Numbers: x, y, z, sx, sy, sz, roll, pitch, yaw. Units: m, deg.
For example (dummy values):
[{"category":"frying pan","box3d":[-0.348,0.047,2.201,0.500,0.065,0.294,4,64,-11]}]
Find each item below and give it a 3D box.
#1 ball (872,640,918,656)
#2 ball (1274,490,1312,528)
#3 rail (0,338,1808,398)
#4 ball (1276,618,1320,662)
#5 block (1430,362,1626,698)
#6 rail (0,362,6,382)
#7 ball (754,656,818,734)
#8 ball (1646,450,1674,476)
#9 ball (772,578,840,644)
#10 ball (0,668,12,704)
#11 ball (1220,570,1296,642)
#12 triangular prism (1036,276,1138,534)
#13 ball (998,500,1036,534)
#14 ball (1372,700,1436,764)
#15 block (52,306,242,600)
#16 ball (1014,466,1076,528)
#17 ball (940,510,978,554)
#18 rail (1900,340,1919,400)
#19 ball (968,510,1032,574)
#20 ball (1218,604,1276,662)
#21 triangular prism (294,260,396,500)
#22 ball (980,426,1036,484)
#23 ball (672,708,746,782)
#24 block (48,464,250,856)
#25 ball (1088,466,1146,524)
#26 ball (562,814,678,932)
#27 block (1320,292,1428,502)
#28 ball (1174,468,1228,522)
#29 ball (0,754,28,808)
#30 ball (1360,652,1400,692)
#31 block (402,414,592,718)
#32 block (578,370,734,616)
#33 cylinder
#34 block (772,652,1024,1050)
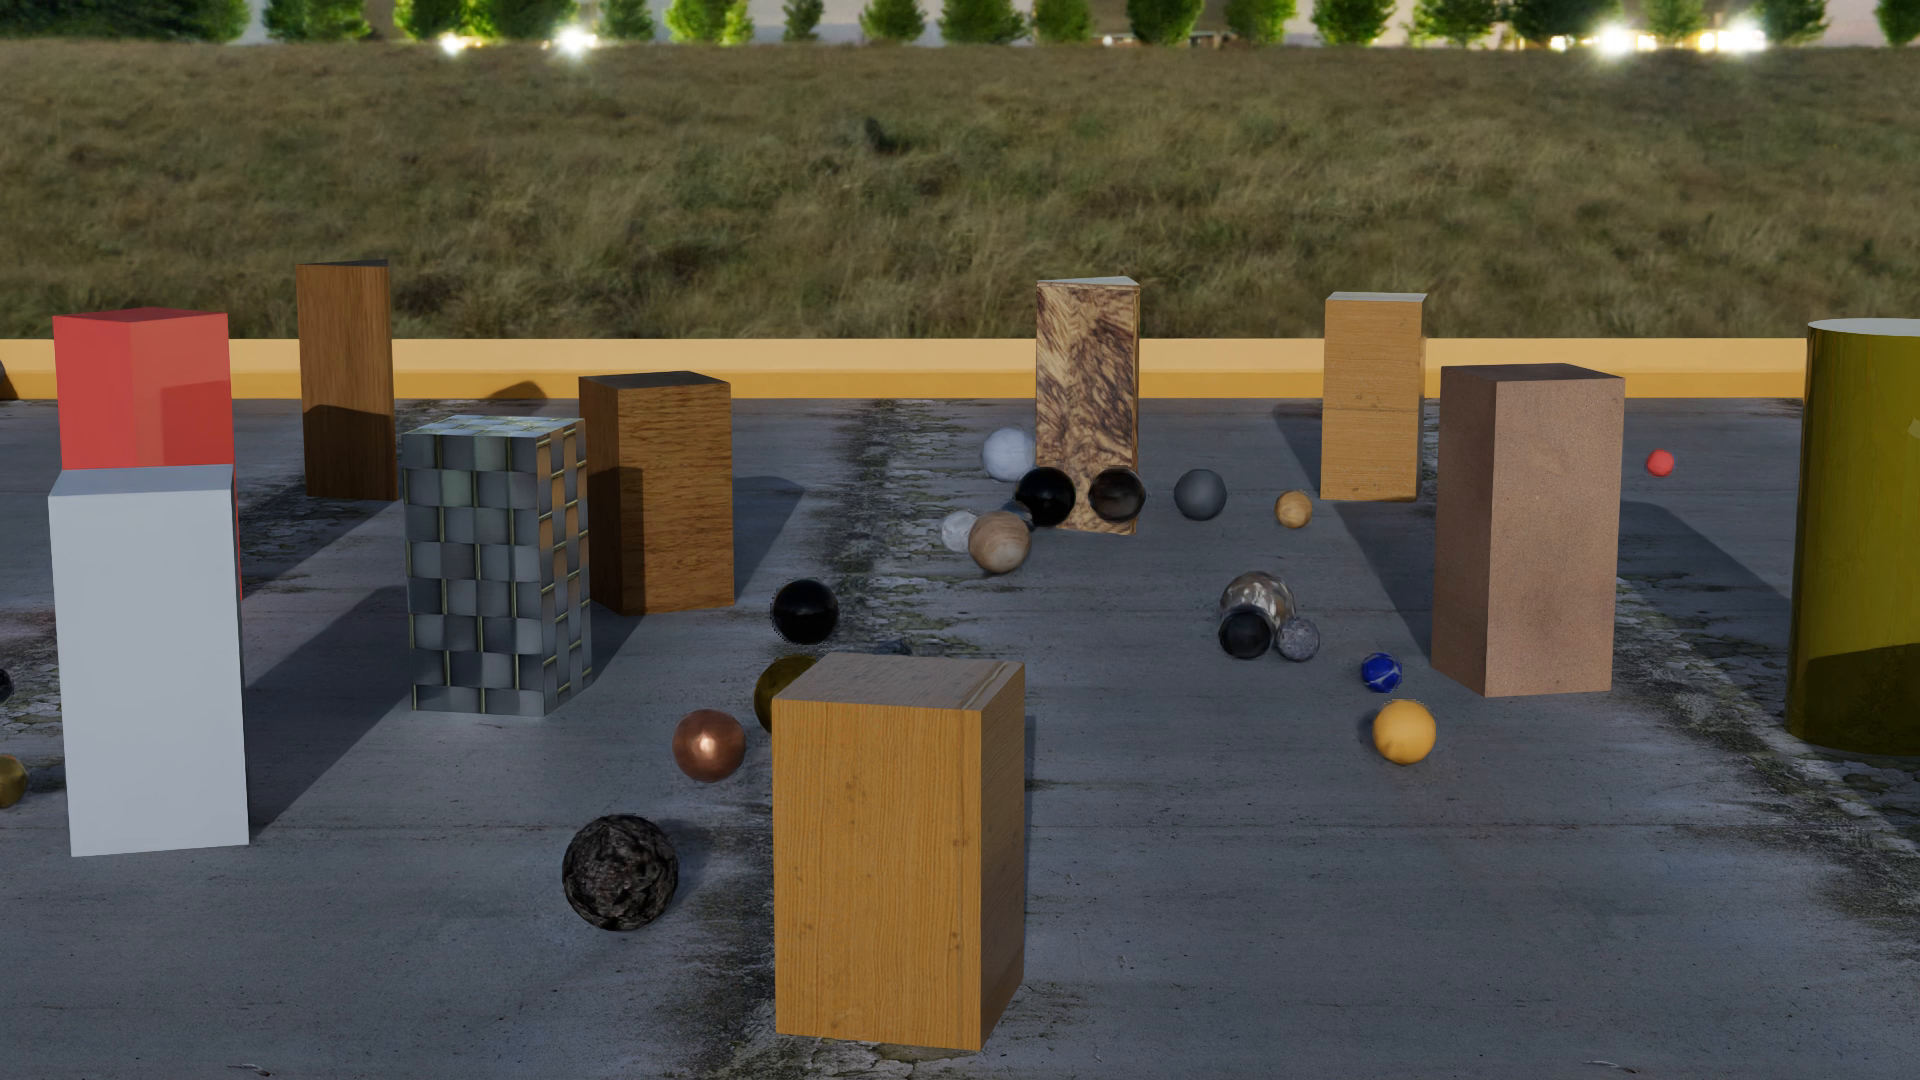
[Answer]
[{"category":"ball","box3d":[-0.078,0.147,3.030,0.060,0.060,0.060,0,10,0]},{"category":"ball","box3d":[0.531,-0.048,4.086,0.061,0.061,0.061,0,10,0]},{"category":"rail","box3d":[-0.013,-0.376,5.664,4.256,0.130,0.045,0,10,0]},{"category":"ball","box3d":[0.418,0.124,3.172,0.055,0.055,0.055,0,10,0]},{"category":"block","box3d":[0.674,-0.016,3.057,0.160,0.371,0.160,-2,11,-12]},{"category":"rail","box3d":[-2.104,0.036,3.437,0.045,0.130,4.553,0,10,0]},{"category":"ball","box3d":[-0.177,0.173,2.792,0.095,0.095,0.095,0,10,0]},{"category":"ball","box3d":[1.256,-0.138,4.602,0.050,0.050,0.050,0,10,0]},{"category":"ball","box3d":[-0.196,0.091,3.266,0.085,0.085,0.085,0,10,0]},{"category":"ball","box3d":[-1.115,0.168,2.949,0.049,0.049,0.049,0,10,0]},{"category":"ball","box3d":[0.378,0.087,3.260,0.096,0.096,0.096,0,10,0]},{"category":"triangular prism","box3d":[0.231,-0.220,4.106,0.173,0.392,0.150,5,12,26]},{"category":"ball","box3d":[0.086,-0.031,3.986,0.063,0.063,0.063,0,10,0]},{"category":"ball","box3d":[0.469,0.203,2.708,0.068,0.068,0.068,0,10,0]},{"category":"block","box3d":[-1.102,-0.108,3.485,0.160,0.397,0.160,7,13,34]},{"category":"ball","box3d":[0.134,-0.068,4.038,0.098,0.098,0.098,0,10,0]},{"category":"ball","box3d":[0.003,-0.011,3.871,0.066,0.066,0.066,0,10,0]},{"category":"rail","box3d":[2.104,0.031,3.461,0.045,0.130,4.553,0,10,0]},{"category":"ball","box3d":[0.057,0.002,3.724,0.093,0.093,0.093,0,10,0]},{"category":"ball","box3d":[0.355,0.114,3.178,0.072,0.072,0.072,0,10,0]},{"category":"triangular prism","box3d":[-1.018,-0.279,4.412,0.173,0.396,0.150,3,11,16]},{"category":"ball","box3d":[0.087,-0.150,4.528,0.100,0.100,0.100,0,10,0]},{"category":"ball","box3d":[-0.258,0.211,2.639,0.077,0.077,0.077,0,10,0]},{"category":"block","box3d":[-0.771,0.110,2.457,0.160,0.341,0.160,-3,11,-14]},{"category":"ball","box3d":[0.244,-0.069,3.983,0.089,0.089,0.089,0,10,0]},{"category":"ball","box3d":[-0.289,0.283,2.186,0.099,0.099,0.099,0,10,0]},{"category":"block","box3d":[0.710,-0.247,4.396,0.160,0.340,0.160,3,11,13]},{"category":"ball","box3d":[0.390,-0.074,4.155,0.086,0.086,0.086,0,10,0]},{"category":"ball","box3d":[-0.954,0.240,2.548,0.054,0.054,0.054,0,10,0]},{"category":"ball","box3d":[0.495,0.156,3.020,0.047,0.047,0.047,0,10,0]},{"category":"block","box3d":[-0.533,0.026,2.971,0.160,0.320,0.160,2,11,11]},{"category":"block","box3d":[-0.416,-0.067,3.514,0.160,0.306,0.160,-5,12,-27]},{"category":"cylinder","box3d":[1.016,-0.008,2.799,0.200,0.449,0.200,0,10,0]},{"category":"block","box3d":[-0.045,0.236,1.992,0.160,0.262,0.160,2,11,13]}]
